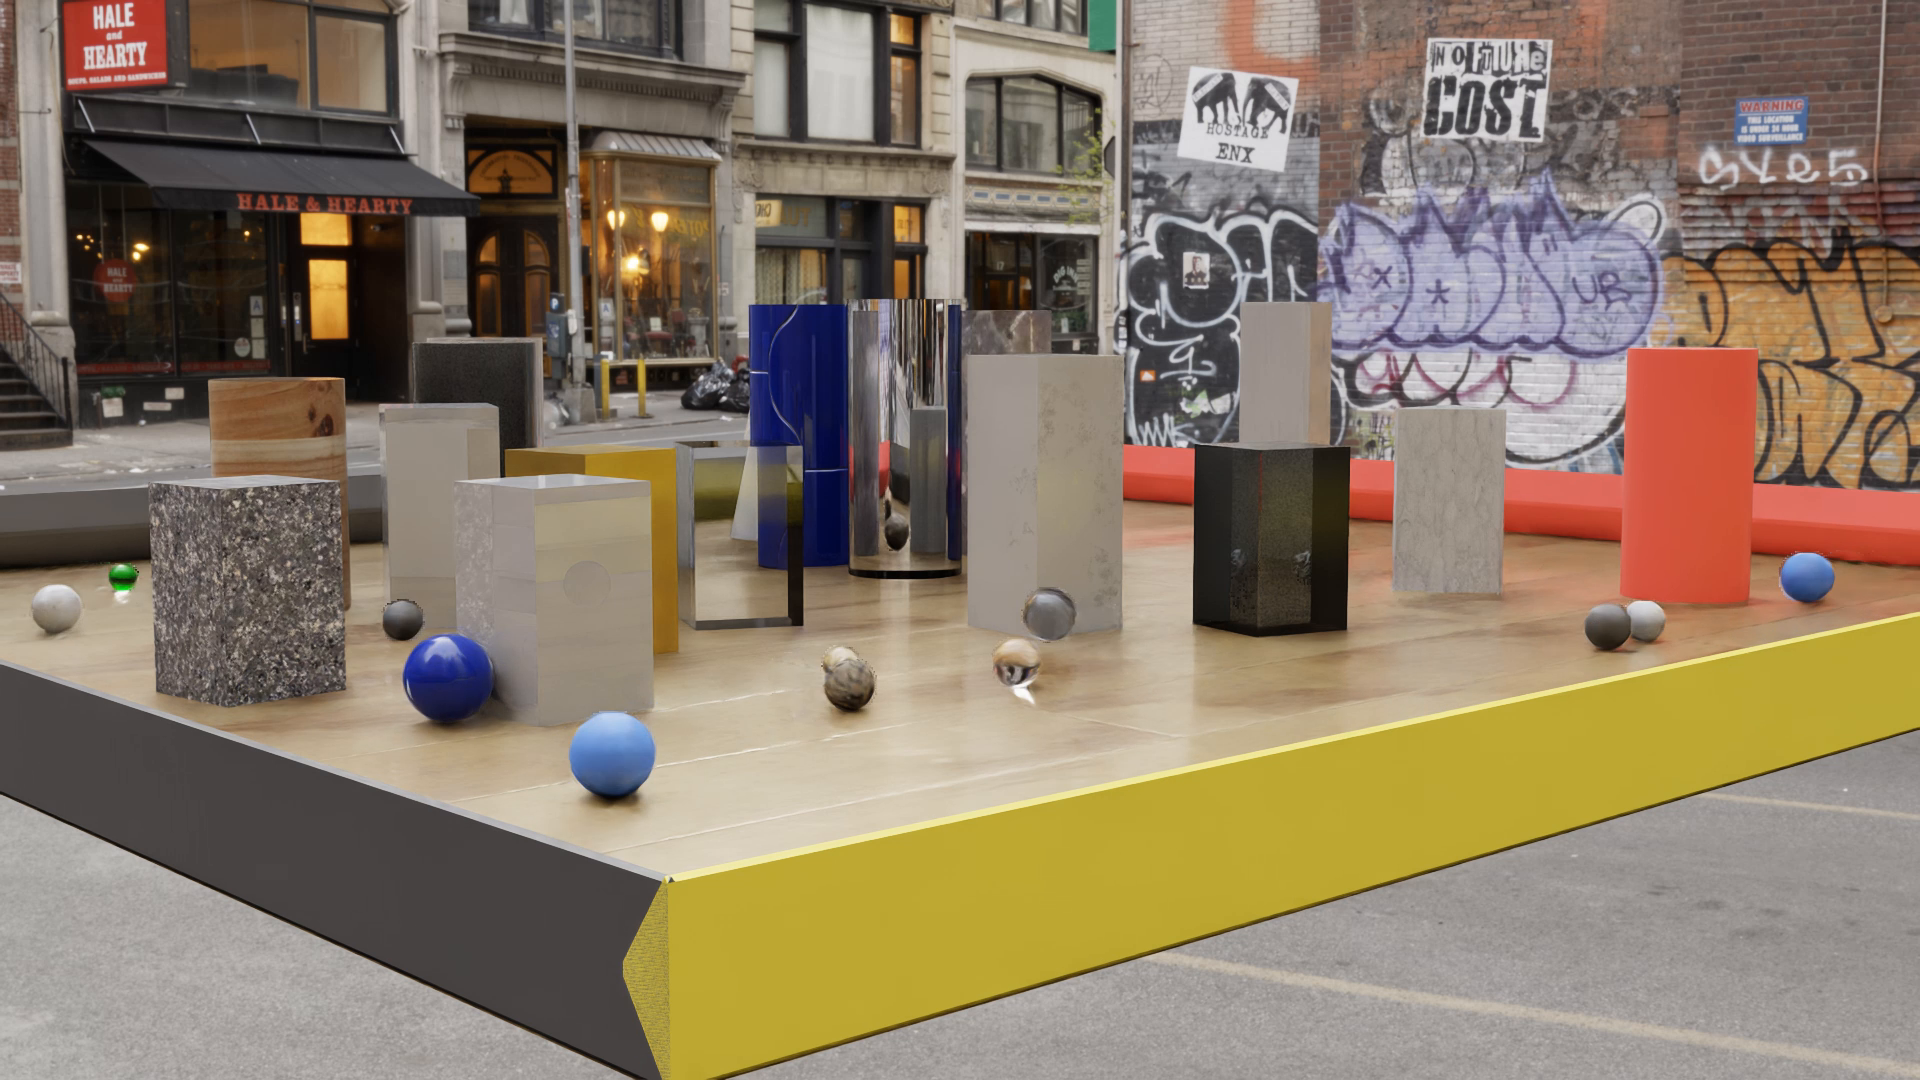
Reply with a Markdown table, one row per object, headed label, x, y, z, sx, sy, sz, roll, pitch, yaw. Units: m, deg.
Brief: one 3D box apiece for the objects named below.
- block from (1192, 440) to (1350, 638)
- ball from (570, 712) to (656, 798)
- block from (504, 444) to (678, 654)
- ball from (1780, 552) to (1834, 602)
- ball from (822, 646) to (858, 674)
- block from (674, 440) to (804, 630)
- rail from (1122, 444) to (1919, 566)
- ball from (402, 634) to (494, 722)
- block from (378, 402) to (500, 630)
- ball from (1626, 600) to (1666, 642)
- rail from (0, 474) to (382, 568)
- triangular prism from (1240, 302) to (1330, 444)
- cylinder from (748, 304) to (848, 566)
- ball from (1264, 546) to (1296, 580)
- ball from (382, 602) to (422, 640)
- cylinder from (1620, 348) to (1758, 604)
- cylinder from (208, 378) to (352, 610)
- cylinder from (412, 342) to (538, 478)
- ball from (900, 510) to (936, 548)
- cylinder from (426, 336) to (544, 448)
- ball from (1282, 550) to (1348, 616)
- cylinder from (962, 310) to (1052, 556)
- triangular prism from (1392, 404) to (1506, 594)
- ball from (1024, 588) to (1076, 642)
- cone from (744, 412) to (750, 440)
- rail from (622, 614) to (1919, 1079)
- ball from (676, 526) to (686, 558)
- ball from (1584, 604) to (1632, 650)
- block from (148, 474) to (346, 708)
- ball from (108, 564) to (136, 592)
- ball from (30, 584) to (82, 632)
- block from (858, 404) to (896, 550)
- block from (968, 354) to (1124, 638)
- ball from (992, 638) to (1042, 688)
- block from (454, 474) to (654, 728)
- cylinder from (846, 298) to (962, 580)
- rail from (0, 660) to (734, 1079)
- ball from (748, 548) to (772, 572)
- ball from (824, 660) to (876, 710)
| label | x | y | z | sx | sy | sz | roll | pitch | yaw |
| --- | --- | --- | --- | --- | --- | --- | --- | --- | --- |
| block | 0.434 | -0.005 | 3.077 | 0.154 | 0.255 | 0.154 | -3 | 7 | -28 |
| ball | -0.317 | 0.196 | 2.009 | 0.078 | 0.078 | 0.078 | 0 | 6 | 0 |
| block | -0.475 | 0.015 | 2.844 | 0.154 | 0.265 | 0.154 | 5 | 8 | 39 |
| ball | 1.289 | 0.056 | 3.345 | 0.077 | 0.077 | 0.077 | 0 | 6 | 0 |
| ball | -0.143 | 0.149 | 2.627 | 0.043 | 0.043 | 0.043 | 0 | 6 | 0 |
| block | -0.317 | -0.011 | 3.134 | 0.154 | 0.254 | 0.154 | -2 | 6 | -18 |
| rail | 1.119 | -0.076 | 4.359 | 0.045 | 0.125 | 2.867 | -6 | 8 | -42 |
| ball | -0.552 | 0.149 | 2.374 | 0.096 | 0.096 | 0.096 | 0 | 6 | 0 |
| block | -0.740 | -0.038 | 3.133 | 0.154 | 0.308 | 0.154 | -2 | 6 | -18 |
| ball | 0.920 | 0.108 | 2.955 | 0.055 | 0.055 | 0.055 | 0 | 6 | 0 |
| rail | -0.956 | -0.076 | 4.362 | 3.092 | 0.125 | 0.045 | -6 | 8 | -42 |
| triangular prism | 0.617 | -0.202 | 3.983 | 0.144 | 0.456 | 0.166 | -5 | 8 | -37 |
| cylinder | -0.274 | -0.188 | 3.876 | 0.192 | 0.452 | 0.192 | 0 | 6 | 0 |
| ball | 0.530 | 0.038 | 3.628 | 0.054 | 0.054 | 0.054 | 0 | 6 | 0 |
| ball | -0.750 | 0.109 | 2.957 | 0.053 | 0.053 | 0.053 | 0 | 6 | 0 |
| cylinder | 1.128 | -0.104 | 3.406 | 0.192 | 0.383 | 0.192 | 0 | 6 | 0 |
| cylinder | -1.004 | -0.067 | 3.249 | 0.192 | 0.341 | 0.192 | 0 | 6 | 0 |
| cylinder | -0.772 | -0.119 | 3.510 | 0.192 | 0.391 | 0.192 | 0 | 6 | 0 |
| ball | -0.077 | -0.022 | 4.080 | 0.069 | 0.069 | 0.069 | 0 | 6 | 0 |
| cylinder | -0.805 | -0.146 | 3.747 | 0.192 | 0.396 | 0.192 | 0 | 6 | 0 |
| ball | 0.515 | 0.063 | 3.197 | 0.095 | 0.095 | 0.095 | 0 | 6 | 0 |
| cylinder | 0.071 | -0.199 | 4.031 | 0.192 | 0.441 | 0.192 | 0 | 6 | 0 |
| triangular prism | 0.783 | -0.069 | 3.523 | 0.166 | 0.289 | 0.144 | 1 | 6 | 13 |
| ball | 0.120 | 0.100 | 2.944 | 0.071 | 0.071 | 0.071 | 0 | 6 | 0 |
| cone | -0.374 | -0.237 | 4.358 | 0.192 | 0.448 | 0.192 | 0 | 6 | 0 |
| rail | 0.956 | 0.141 | 2.302 | 3.092 | 0.125 | 0.045 | -6 | 8 | -42 |
| ball | -0.516 | 0.005 | 3.870 | 0.069 | 0.069 | 0.069 | 0 | 6 | 0 |
| ball | 0.850 | 0.113 | 2.885 | 0.060 | 0.060 | 0.060 | 0 | 6 | 0 |
| block | -0.828 | 0.054 | 2.558 | 0.154 | 0.245 | 0.154 | 5 | 8 | 40 |
| ball | -1.325 | 0.060 | 3.479 | 0.042 | 0.042 | 0.042 | 0 | 6 | 0 |
| ball | -1.246 | 0.094 | 3.033 | 0.067 | 0.067 | 0.067 | 0 | 6 | 0 |
| block | -0.224 | -0.119 | 4.128 | 0.154 | 0.261 | 0.154 | -4 | 7 | -33 |
| block | 0.118 | -0.067 | 3.066 | 0.154 | 0.380 | 0.154 | -5 | 8 | -37 |
| ball | 0.067 | 0.145 | 2.591 | 0.058 | 0.058 | 0.058 | 0 | 6 | 0 |
| block | -0.450 | 0.062 | 2.441 | 0.154 | 0.255 | 0.154 | 6 | 8 | 44 |
| cylinder | -0.093 | -0.174 | 3.699 | 0.192 | 0.460 | 0.192 | 0 | 6 | 0 |
| rail | -1.119 | 0.140 | 2.305 | 0.045 | 0.125 | 2.867 | -6 | 8 | -42 |
| ball | -0.339 | 0.034 | 3.731 | 0.040 | 0.040 | 0.040 | 0 | 6 | 0 |
| ball | -0.123 | 0.161 | 2.443 | 0.057 | 0.057 | 0.057 | 0 | 6 | 0 |
